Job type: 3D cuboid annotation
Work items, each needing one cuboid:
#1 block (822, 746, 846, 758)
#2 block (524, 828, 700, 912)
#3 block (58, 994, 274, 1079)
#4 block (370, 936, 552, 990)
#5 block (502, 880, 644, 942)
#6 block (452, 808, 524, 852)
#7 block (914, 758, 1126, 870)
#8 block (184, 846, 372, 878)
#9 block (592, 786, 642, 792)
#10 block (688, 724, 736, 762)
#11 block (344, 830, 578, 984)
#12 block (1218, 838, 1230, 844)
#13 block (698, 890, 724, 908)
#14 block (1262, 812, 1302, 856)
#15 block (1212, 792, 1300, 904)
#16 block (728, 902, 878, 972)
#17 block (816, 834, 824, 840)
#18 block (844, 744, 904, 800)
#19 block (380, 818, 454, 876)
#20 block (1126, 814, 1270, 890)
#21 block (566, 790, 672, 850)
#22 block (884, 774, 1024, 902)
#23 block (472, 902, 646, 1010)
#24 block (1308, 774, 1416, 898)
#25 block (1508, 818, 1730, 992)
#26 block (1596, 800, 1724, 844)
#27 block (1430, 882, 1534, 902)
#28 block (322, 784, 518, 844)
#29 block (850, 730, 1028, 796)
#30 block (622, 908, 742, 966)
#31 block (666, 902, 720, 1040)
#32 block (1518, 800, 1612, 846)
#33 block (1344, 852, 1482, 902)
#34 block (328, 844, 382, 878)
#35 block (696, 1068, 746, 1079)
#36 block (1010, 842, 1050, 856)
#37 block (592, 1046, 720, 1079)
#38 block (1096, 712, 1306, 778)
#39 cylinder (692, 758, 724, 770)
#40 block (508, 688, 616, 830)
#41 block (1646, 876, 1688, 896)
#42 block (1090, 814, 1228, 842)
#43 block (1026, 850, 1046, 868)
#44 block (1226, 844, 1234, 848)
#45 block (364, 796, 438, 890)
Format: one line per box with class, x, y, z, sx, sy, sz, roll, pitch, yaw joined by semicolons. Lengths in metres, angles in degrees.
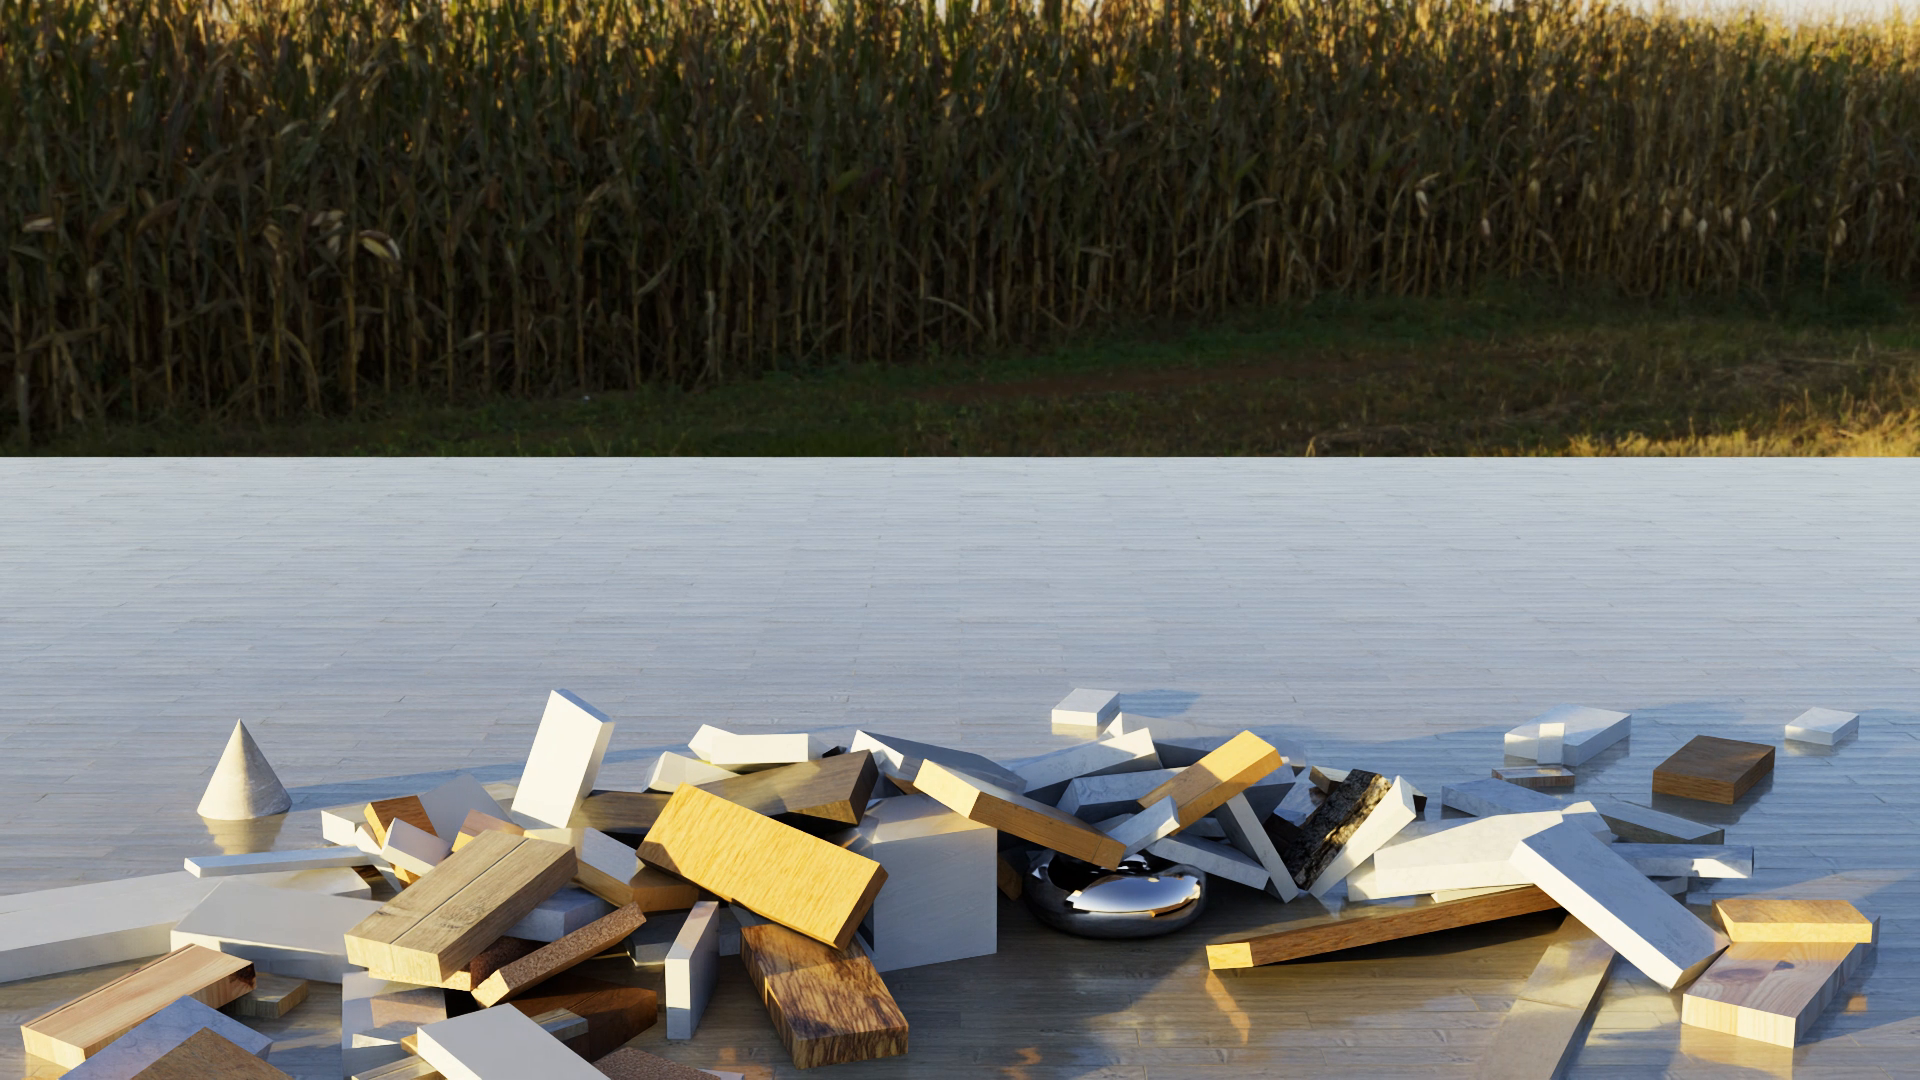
block;-0.147;0.465;3.667;0.034;0.242;0.119;-30;-23;19
block;-0.544;0.509;3.410;0.269;0.038;0.135;18;8;40
block;-1.035;0.693;2.866;0.141;0.040;0.282;25;15;8
block;-0.709;0.603;3.319;0.164;0.047;0.393;3;3;18
block;-0.600;0.558;3.391;0.164;0.047;0.329;4;3;20
block;-0.714;0.523;3.655;0.241;0.034;0.121;22;9;-8
block;0.096;0.432;3.447;0.316;0.045;0.158;25;-1;-35
block;-1.102;0.527;3.612;0.327;0.016;0.058;2;8;-42
block;-0.582;0.488;4.050;0.263;0.037;0.131;1;7;-20
block;-0.327;0.442;4.022;0.354;0.177;0.050;11;59;46
block;-0.722;0.529;3.207;0.164;0.047;0.329;6;22;25
block;0.428;0.518;3.857;0.127;0.018;0.063;-4;11;-22
block;-0.497;0.548;3.669;0.241;0.034;0.121;13;12;5
block;0.550;0.513;3.884;0.056;0.016;0.113;-44;47;-19
block;0.475;0.491;3.637;0.032;0.223;0.112;-35;20;-11
block;-0.243;0.600;3.372;0.140;0.040;0.280;-5;22;-24
block;-0.280;0.521;3.655;0.264;0.037;0.132;13;12;6
block;-0.110;0.465;3.639;0.038;0.266;0.133;-31;9;18
block;-0.861;0.530;3.630;0.185;0.026;0.092;29;16;-16
block;0.384;0.507;3.580;0.223;0.032;0.112;21;4;-25
block;-0.497;0.466;3.603;0.264;0.037;0.132;3;23;11
block;-0.005;0.481;3.646;0.038;0.266;0.133;-45;22;-8
block;-0.576;0.598;3.162;0.235;0.033;0.117;-23;-12;-39
block;0.662;0.493;3.655;0.031;0.221;0.110;43;19;-9
block;1.010;0.555;3.373;0.154;0.044;0.308;-11;41;-44
block;1.236;0.511;3.906;0.104;0.029;0.208;-8;13;-36
block;0.884;0.548;3.669;0.217;0.031;0.108;-11;19;-3
block;-0.950;0.496;3.961;0.344;0.049;0.172;-6;4;-34
block;-0.033;0.370;3.597;0.266;0.038;0.133;16;4;-38
block;-0.402;0.616;3.438;0.235;0.033;0.117;-4;11;-20
block;-0.386;0.620;3.186;0.033;0.117;0.235;1;11;4
block;0.968;0.493;3.690;0.217;0.031;0.108;-10;19;0
block;0.747;0.547;3.645;0.217;0.031;0.108;-7;19;7
block;-1.043;0.548;3.734;0.116;0.058;0.016;-5;7;-26
block;-0.340;0.721;2.925;0.097;0.014;0.049;2;11;13
block;0.205;0.489;3.881;0.239;0.034;0.119;-7;42;3
block;-0.475;0.734;2.764;0.167;0.047;0.334;8;13;35
block;0.408;0.390;3.847;0.347;0.049;0.173;10;-36;-17
cylinder;-0.427;0.471;3.926;0.141;0.141;0.141;6;12;29
block;-0.668;0.385;3.685;0.121;0.241;0.034;28;15;29
block;1.112;0.577;3.666;0.191;0.027;0.095;-7;13;-34
block;0.334;0.492;3.702;0.223;0.032;0.112;8;-22;-34
block;0.211;0.557;3.775;0.184;0.026;0.092;-2;11;-9
block;0.441;0.539;3.869;0.099;0.028;0.197;1;11;6
block;-0.913;0.513;3.671;0.092;0.026;0.184;-4;51;-48
